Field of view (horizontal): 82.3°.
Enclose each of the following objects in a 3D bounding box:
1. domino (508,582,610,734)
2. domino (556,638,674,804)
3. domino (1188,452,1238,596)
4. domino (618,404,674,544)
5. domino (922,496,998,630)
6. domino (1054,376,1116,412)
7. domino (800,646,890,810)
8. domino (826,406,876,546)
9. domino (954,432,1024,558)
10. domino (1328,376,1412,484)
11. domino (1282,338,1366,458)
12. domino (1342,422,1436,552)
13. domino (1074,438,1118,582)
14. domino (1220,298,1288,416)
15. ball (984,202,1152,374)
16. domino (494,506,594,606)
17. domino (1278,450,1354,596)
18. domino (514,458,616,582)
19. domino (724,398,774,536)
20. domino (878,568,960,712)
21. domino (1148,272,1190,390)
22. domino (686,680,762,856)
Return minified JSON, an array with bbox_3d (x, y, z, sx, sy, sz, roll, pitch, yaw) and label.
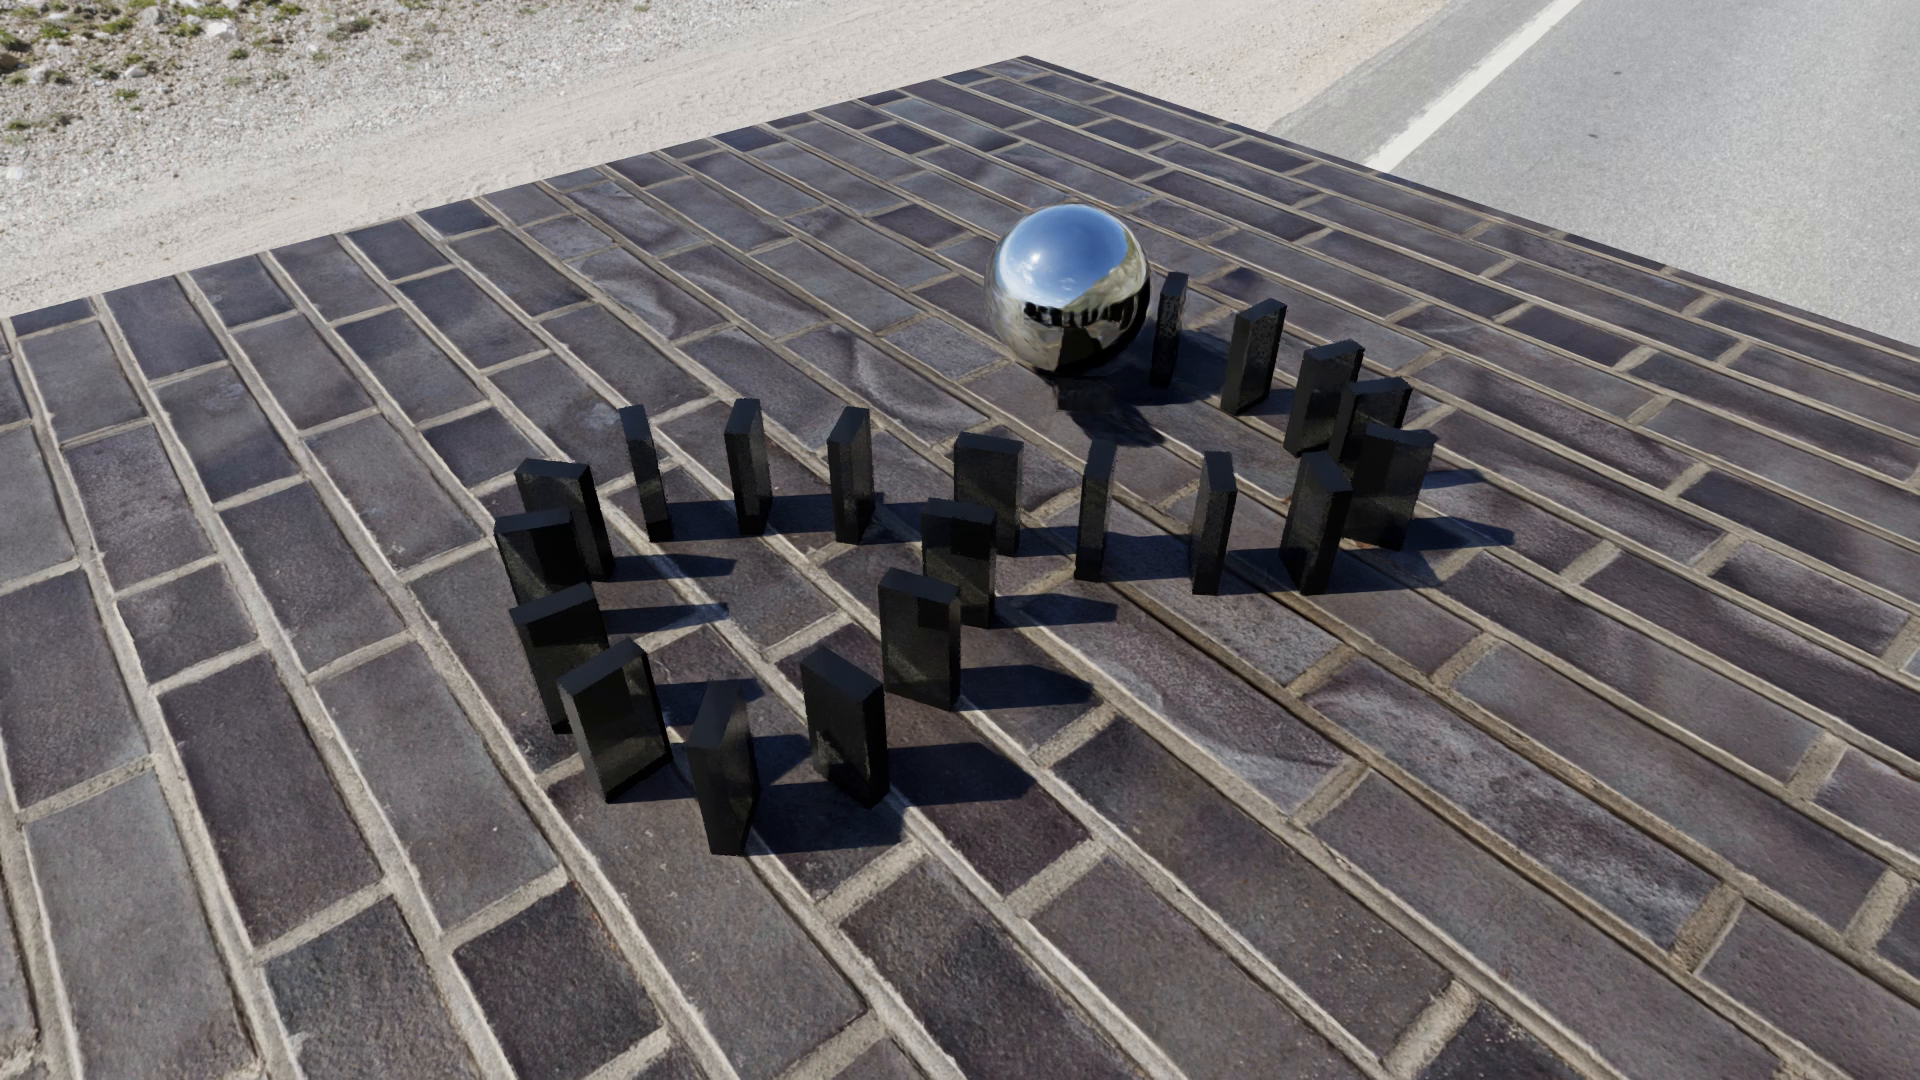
[{"bbox_3d":[-0.129,0.039,0.363,0.025,0.050,0.009,-22,44,-25],"label":"domino"},{"bbox_3d":[-0.107,0.057,0.342,0.009,0.050,0.025,31,49,32],"label":"domino"},{"bbox_3d":[0.096,-0.006,0.419,0.009,0.050,0.025,3,39,4],"label":"domino"},{"bbox_3d":[-0.126,-0.027,0.444,0.009,0.050,0.025,-13,41,-16],"label":"domino"},{"bbox_3d":[0.000,0.009,0.400,0.025,0.050,0.010,10,40,12],"label":"domino"},{"bbox_3d":[0.057,-0.068,0.512,0.025,0.010,0.050,2,16,2],"label":"domino"},{"bbox_3d":[-0.035,0.058,0.340,0.025,0.050,0.009,27,47,29],"label":"domino"},{"bbox_3d":[-0.043,-0.026,0.443,0.009,0.050,0.025,8,40,10],"label":"domino"},{"bbox_3d":[0.011,-0.017,0.433,0.025,0.050,0.010,11,40,13],"label":"domino"},{"bbox_3d":[0.171,-0.044,0.465,0.025,0.050,0.009,-8,40,-10],"label":"domino"},{"bbox_3d":[0.161,-0.062,0.488,0.025,0.050,0.010,-16,42,-19],"label":"domino"},{"bbox_3d":[0.169,-0.021,0.437,0.025,0.050,0.010,16,42,19],"label":"domino"},{"bbox_3d":[0.052,-0.011,0.425,0.009,0.050,0.025,9,40,11],"label":"domino"},{"bbox_3d":[0.137,-0.085,0.516,0.025,0.050,0.009,-29,47,-30],"label":"domino"},{"bbox_3d":[0.052,-0.121,0.531,0.080,0.080,0.080,0,39,0],"label":"ball"},{"bbox_3d":[-0.148,0.012,0.396,0.025,0.050,0.010,-10,40,-12],"label":"domino"},{"bbox_3d":[0.135,-0.006,0.419,0.010,0.050,0.025,-5,40,-6],"label":"domino"},{"bbox_3d":[-0.150,-0.007,0.420,0.025,0.050,0.010,6,40,7],"label":"domino"},{"bbox_3d":[-0.086,-0.029,0.447,0.009,0.050,0.025,1,39,2],"label":"domino"},{"bbox_3d":[-0.013,0.034,0.370,0.025,0.050,0.009,15,42,18],"label":"domino"},{"bbox_3d":[0.102,-0.102,0.536,0.009,0.050,0.025,12,41,14],"label":"domino"},{"bbox_3d":[-0.070,0.069,0.328,0.009,0.050,0.025,3,39,4],"label":"domino"}]
